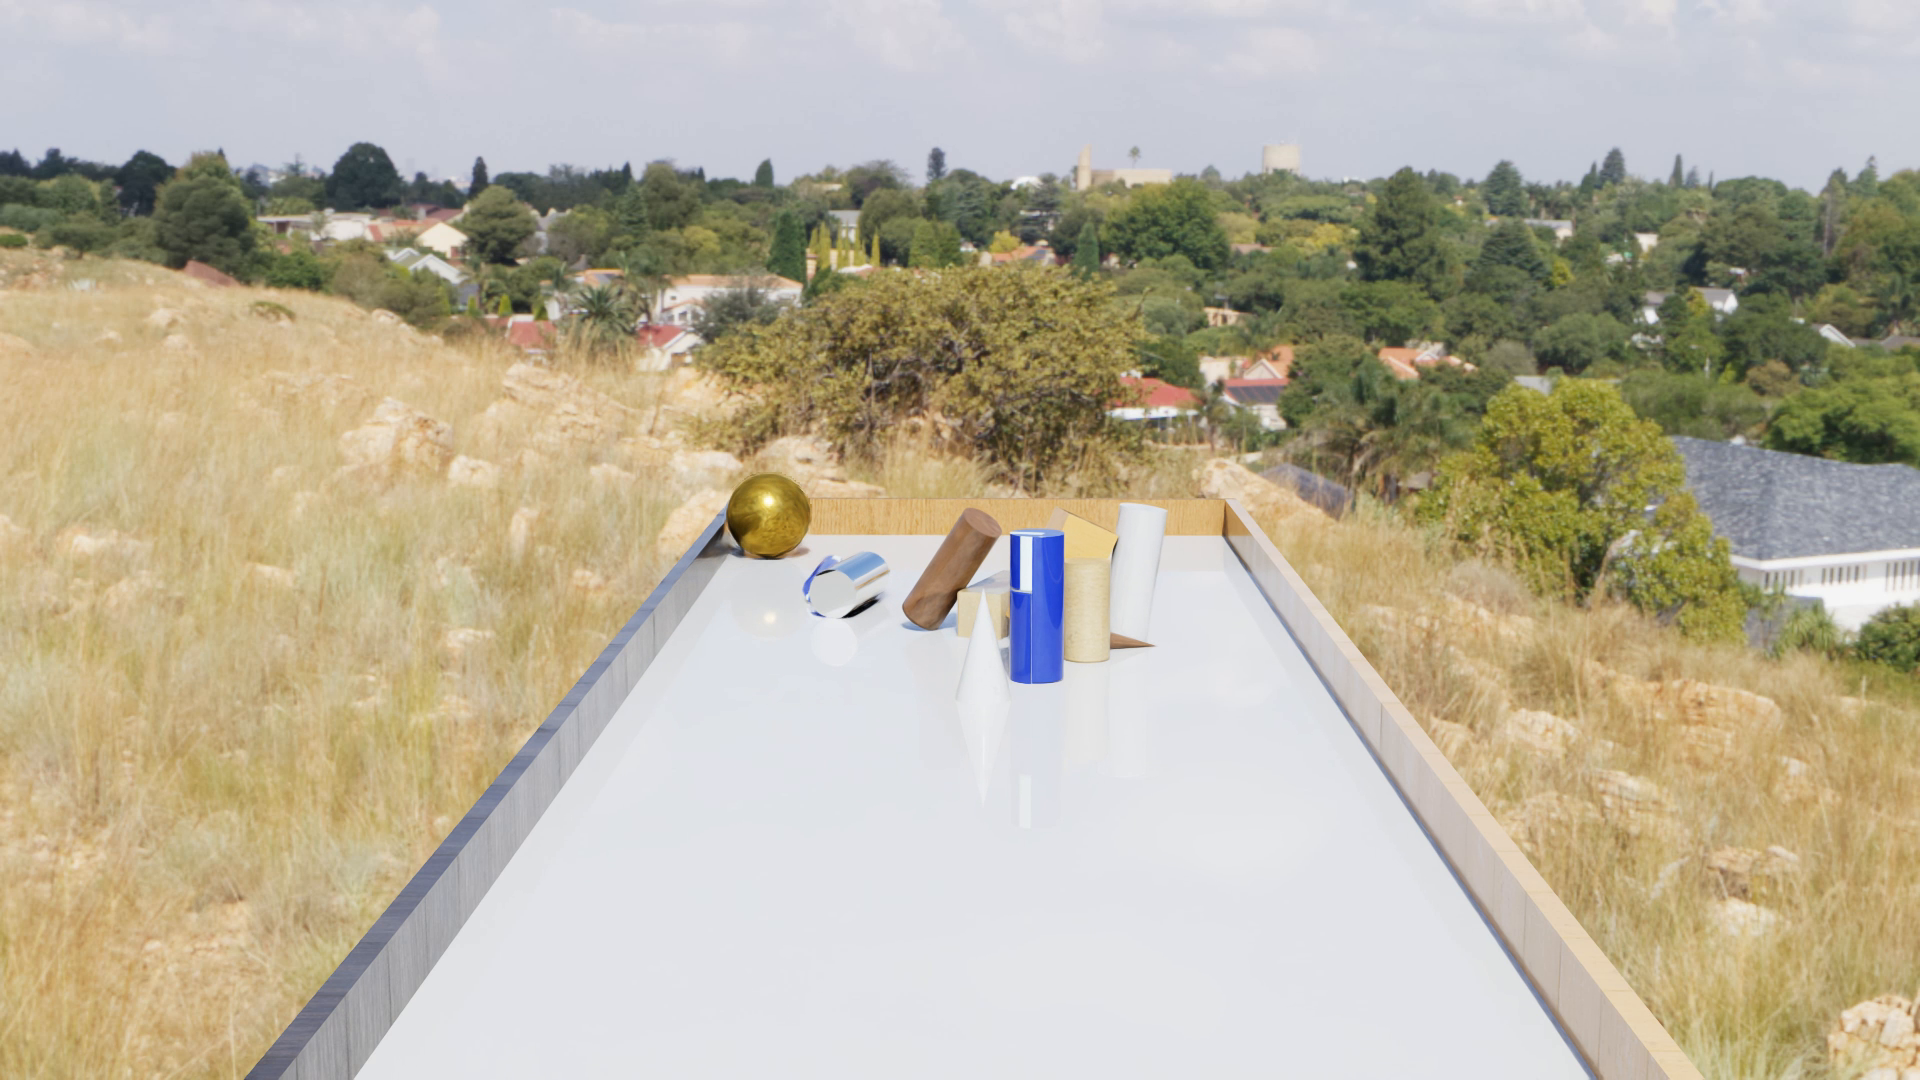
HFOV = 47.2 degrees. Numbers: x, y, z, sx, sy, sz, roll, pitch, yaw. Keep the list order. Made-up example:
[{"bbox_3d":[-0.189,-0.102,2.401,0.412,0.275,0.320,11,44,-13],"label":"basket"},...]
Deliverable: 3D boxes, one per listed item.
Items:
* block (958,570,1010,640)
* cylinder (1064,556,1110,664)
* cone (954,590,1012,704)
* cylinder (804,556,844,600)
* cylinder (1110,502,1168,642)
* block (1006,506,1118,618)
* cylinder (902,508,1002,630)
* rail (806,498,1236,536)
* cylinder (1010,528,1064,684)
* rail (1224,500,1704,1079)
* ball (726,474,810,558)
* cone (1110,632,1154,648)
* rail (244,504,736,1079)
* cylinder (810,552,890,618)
[{"bbox_3d":[0.138,0.210,7.211,0.147,0.147,0.431,3,10,21],"label":"block"},{"bbox_3d":[0.386,0.213,6.701,0.145,0.302,0.145,0,9,0],"label":"cylinder"},{"bbox_3d":[0.066,0.290,6.172,0.162,0.316,0.162,0,9,0],"label":"cone"},{"bbox_3d":[-0.477,0.138,7.819,0.100,0.100,0.433,1,9,4],"label":"cylinder"},{"bbox_3d":[0.548,0.105,6.941,0.153,0.423,0.153,8,9,-1],"label":"cylinder"},{"bbox_3d":[0.321,0.113,6.950,0.176,0.383,0.176,24,3,-14],"label":"block"},{"bbox_3d":[-0.028,0.095,7.093,0.143,0.406,0.143,26,27,-15],"label":"cylinder"},{"bbox_3d":[0.099,-0.098,9.147,2.100,0.150,0.050,0,9,1],"label":"rail"},{"bbox_3d":[0.224,0.193,6.413,0.160,0.432,0.160,0,9,0],"label":"cylinder"},{"bbox_3d":[1.046,0.843,3.208,0.050,0.150,12.000,0,9,1],"label":"rail"},{"bbox_3d":[-0.746,-0.096,8.571,0.327,0.327,0.327,0,9,0],"label":"ball"},{"bbox_3d":[0.454,0.311,6.859,0.352,0.119,0.119,8,7,-15],"label":"cone"},{"bbox_3d":[-1.004,0.839,3.234,0.050,0.150,12.000,0,9,1],"label":"rail"},{"bbox_3d":[-0.374,0.151,7.529,0.165,0.165,0.388,2,9,15],"label":"cylinder"}]
